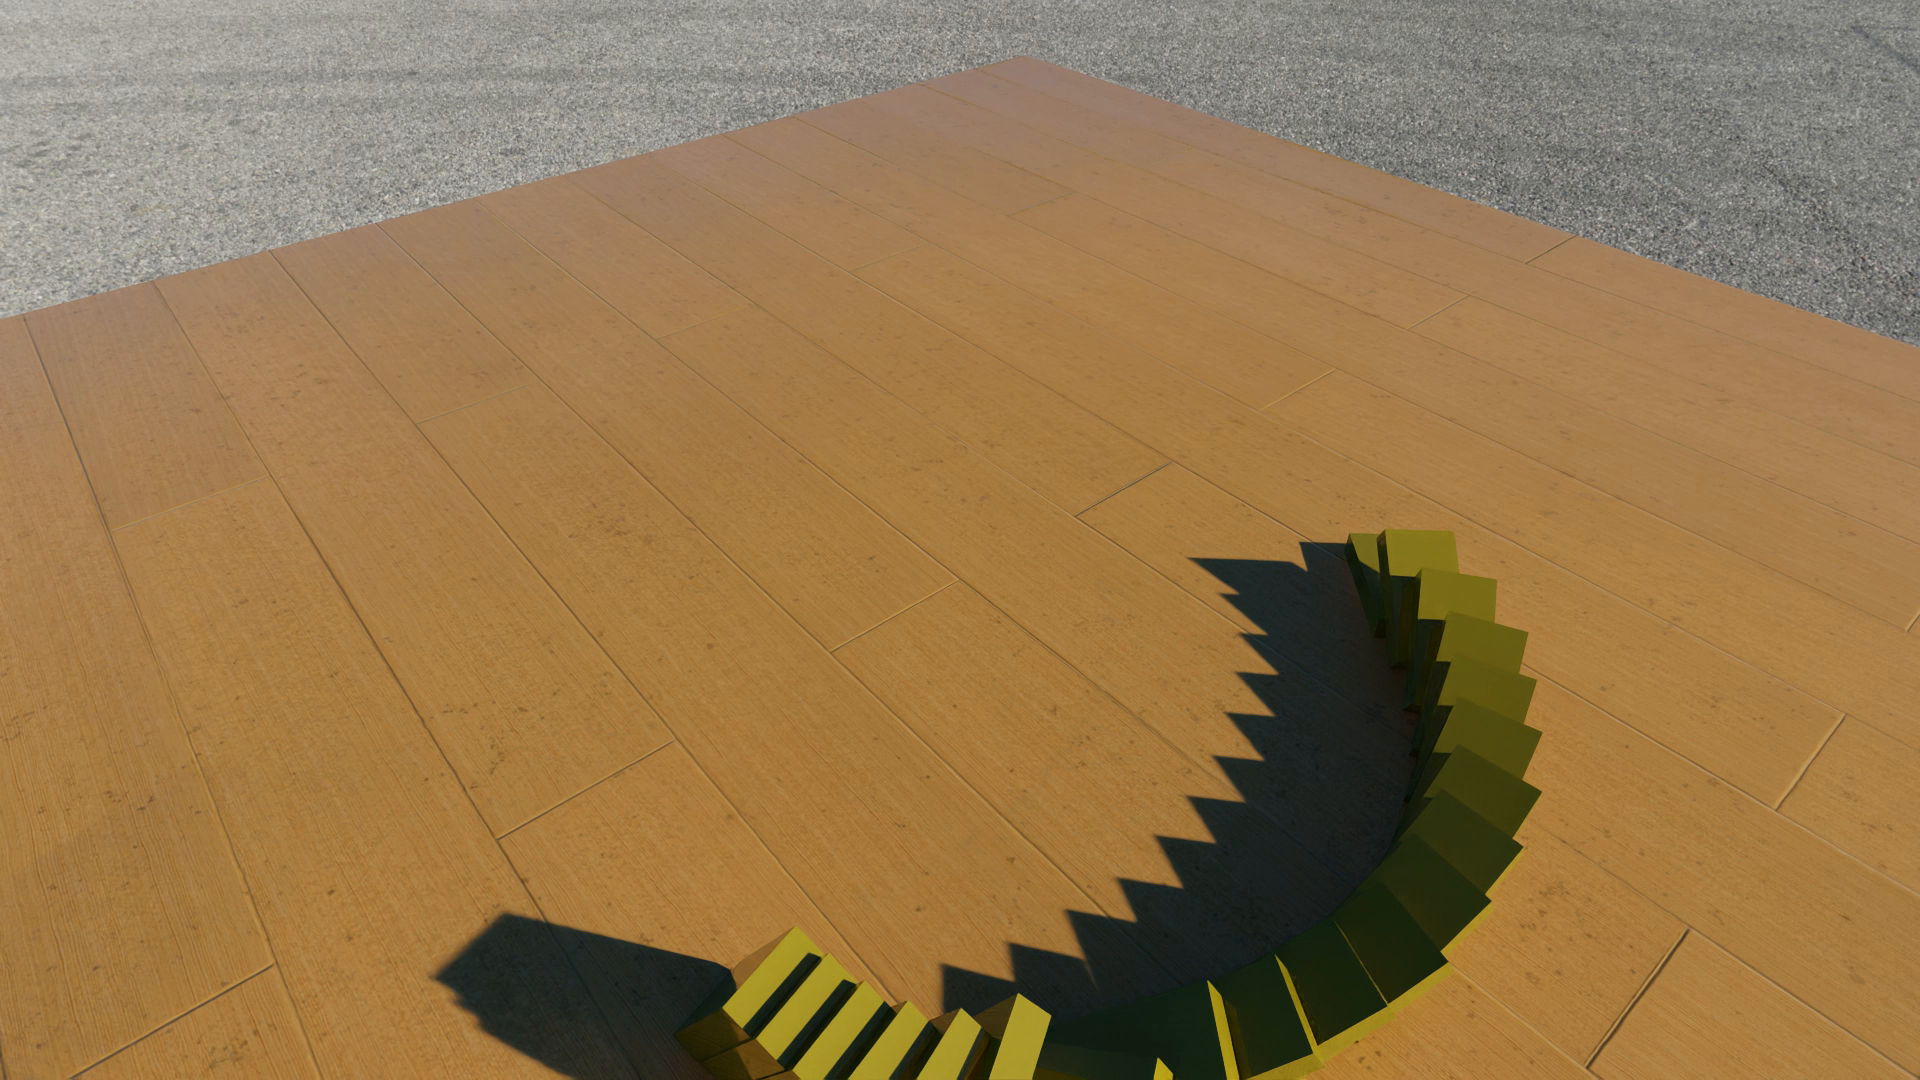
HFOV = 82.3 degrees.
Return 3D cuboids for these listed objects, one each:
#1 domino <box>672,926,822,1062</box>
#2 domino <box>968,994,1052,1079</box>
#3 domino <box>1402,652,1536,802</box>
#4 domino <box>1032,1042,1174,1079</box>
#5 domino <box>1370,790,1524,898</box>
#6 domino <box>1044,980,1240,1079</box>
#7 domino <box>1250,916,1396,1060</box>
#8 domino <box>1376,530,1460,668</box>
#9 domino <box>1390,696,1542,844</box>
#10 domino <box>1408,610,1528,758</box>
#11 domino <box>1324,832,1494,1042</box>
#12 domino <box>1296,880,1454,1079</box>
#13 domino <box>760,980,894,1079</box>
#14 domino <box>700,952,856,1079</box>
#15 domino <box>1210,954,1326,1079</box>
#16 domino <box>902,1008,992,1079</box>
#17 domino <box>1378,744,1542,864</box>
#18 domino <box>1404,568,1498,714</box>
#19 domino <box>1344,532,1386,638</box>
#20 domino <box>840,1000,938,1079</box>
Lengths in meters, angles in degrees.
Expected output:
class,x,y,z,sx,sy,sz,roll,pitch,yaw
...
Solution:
class,x,y,z,sx,sy,sz,roll,pitch,yaw
domino,-0.054,0.114,0.274,0.009,0.050,0.025,45,50,3
domino,0.001,0.127,0.258,0.010,0.050,0.025,36,43,-6
domino,0.161,0.064,0.348,0.025,0.010,0.050,20,72,22
domino,0.023,0.134,0.260,0.050,0.010,0.025,-10,40,35
domino,0.130,0.097,0.306,0.050,0.009,0.025,-47,53,-6
domino,0.041,0.128,0.268,0.050,0.009,0.025,-25,36,18
domino,0.080,0.120,0.278,0.050,0.009,0.025,-34,42,7
domino,0.167,0.021,0.398,0.025,0.010,0.050,2,69,2
domino,0.153,0.076,0.333,0.025,0.009,0.050,24,74,27
domino,0.168,0.051,0.363,0.025,0.010,0.050,16,71,19
domino,0.115,0.106,0.295,0.050,0.009,0.025,-43,49,-2
domino,0.098,0.114,0.285,0.050,0.009,0.025,-37,44,4
domino,-0.036,0.123,0.264,0.010,0.050,0.025,45,50,3
domino,-0.045,0.118,0.269,0.010,0.050,0.025,45,50,3
domino,0.061,0.125,0.272,0.050,0.009,0.025,-29,38,13
domino,-0.014,0.127,0.258,0.010,0.050,0.025,43,49,1
domino,0.143,0.087,0.318,0.025,0.010,0.050,32,79,33
domino,0.170,0.036,0.381,0.025,0.009,0.050,10,69,11
domino,0.167,0.017,0.423,0.025,0.010,0.050,2,39,2
domino,-0.026,0.126,0.260,0.010,0.050,0.025,45,51,3
